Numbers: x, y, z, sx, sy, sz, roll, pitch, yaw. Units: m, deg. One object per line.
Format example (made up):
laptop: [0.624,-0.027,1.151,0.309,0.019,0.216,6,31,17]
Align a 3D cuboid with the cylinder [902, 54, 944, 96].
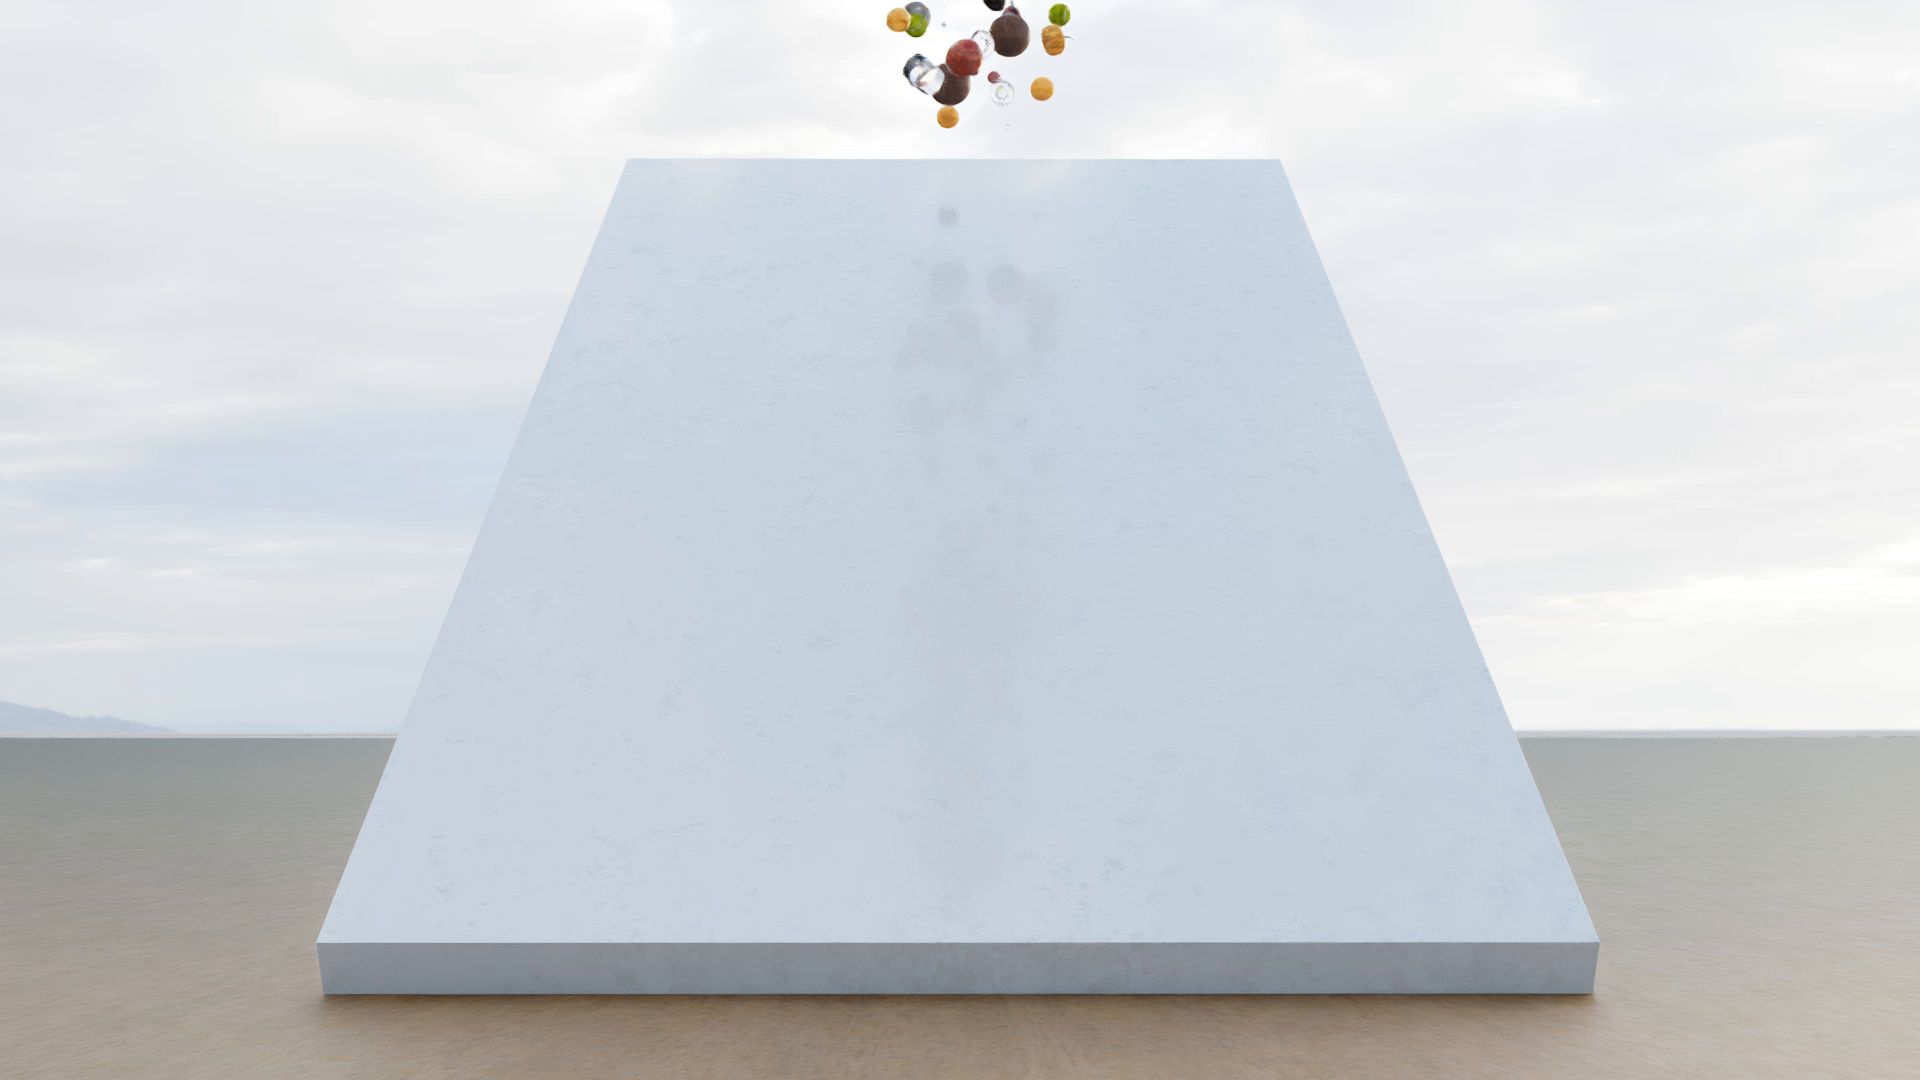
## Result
cylinder: [-0.107,-1.357,6.896,0.088,0.088,0.088,5,35,-49]

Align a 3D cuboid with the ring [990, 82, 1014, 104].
ring: [0.121,-1.279,6.768,0.076,0.076,0.025,2,-35,-25]

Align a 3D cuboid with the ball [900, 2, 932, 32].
ball: [-0.132,-1.568,7.093,0.092,0.092,0.092,0,-5,0]

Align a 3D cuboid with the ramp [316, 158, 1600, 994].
ramp: [-0.010,-0.227,5.495,2.000,0.100,4.000,0,27,0]
